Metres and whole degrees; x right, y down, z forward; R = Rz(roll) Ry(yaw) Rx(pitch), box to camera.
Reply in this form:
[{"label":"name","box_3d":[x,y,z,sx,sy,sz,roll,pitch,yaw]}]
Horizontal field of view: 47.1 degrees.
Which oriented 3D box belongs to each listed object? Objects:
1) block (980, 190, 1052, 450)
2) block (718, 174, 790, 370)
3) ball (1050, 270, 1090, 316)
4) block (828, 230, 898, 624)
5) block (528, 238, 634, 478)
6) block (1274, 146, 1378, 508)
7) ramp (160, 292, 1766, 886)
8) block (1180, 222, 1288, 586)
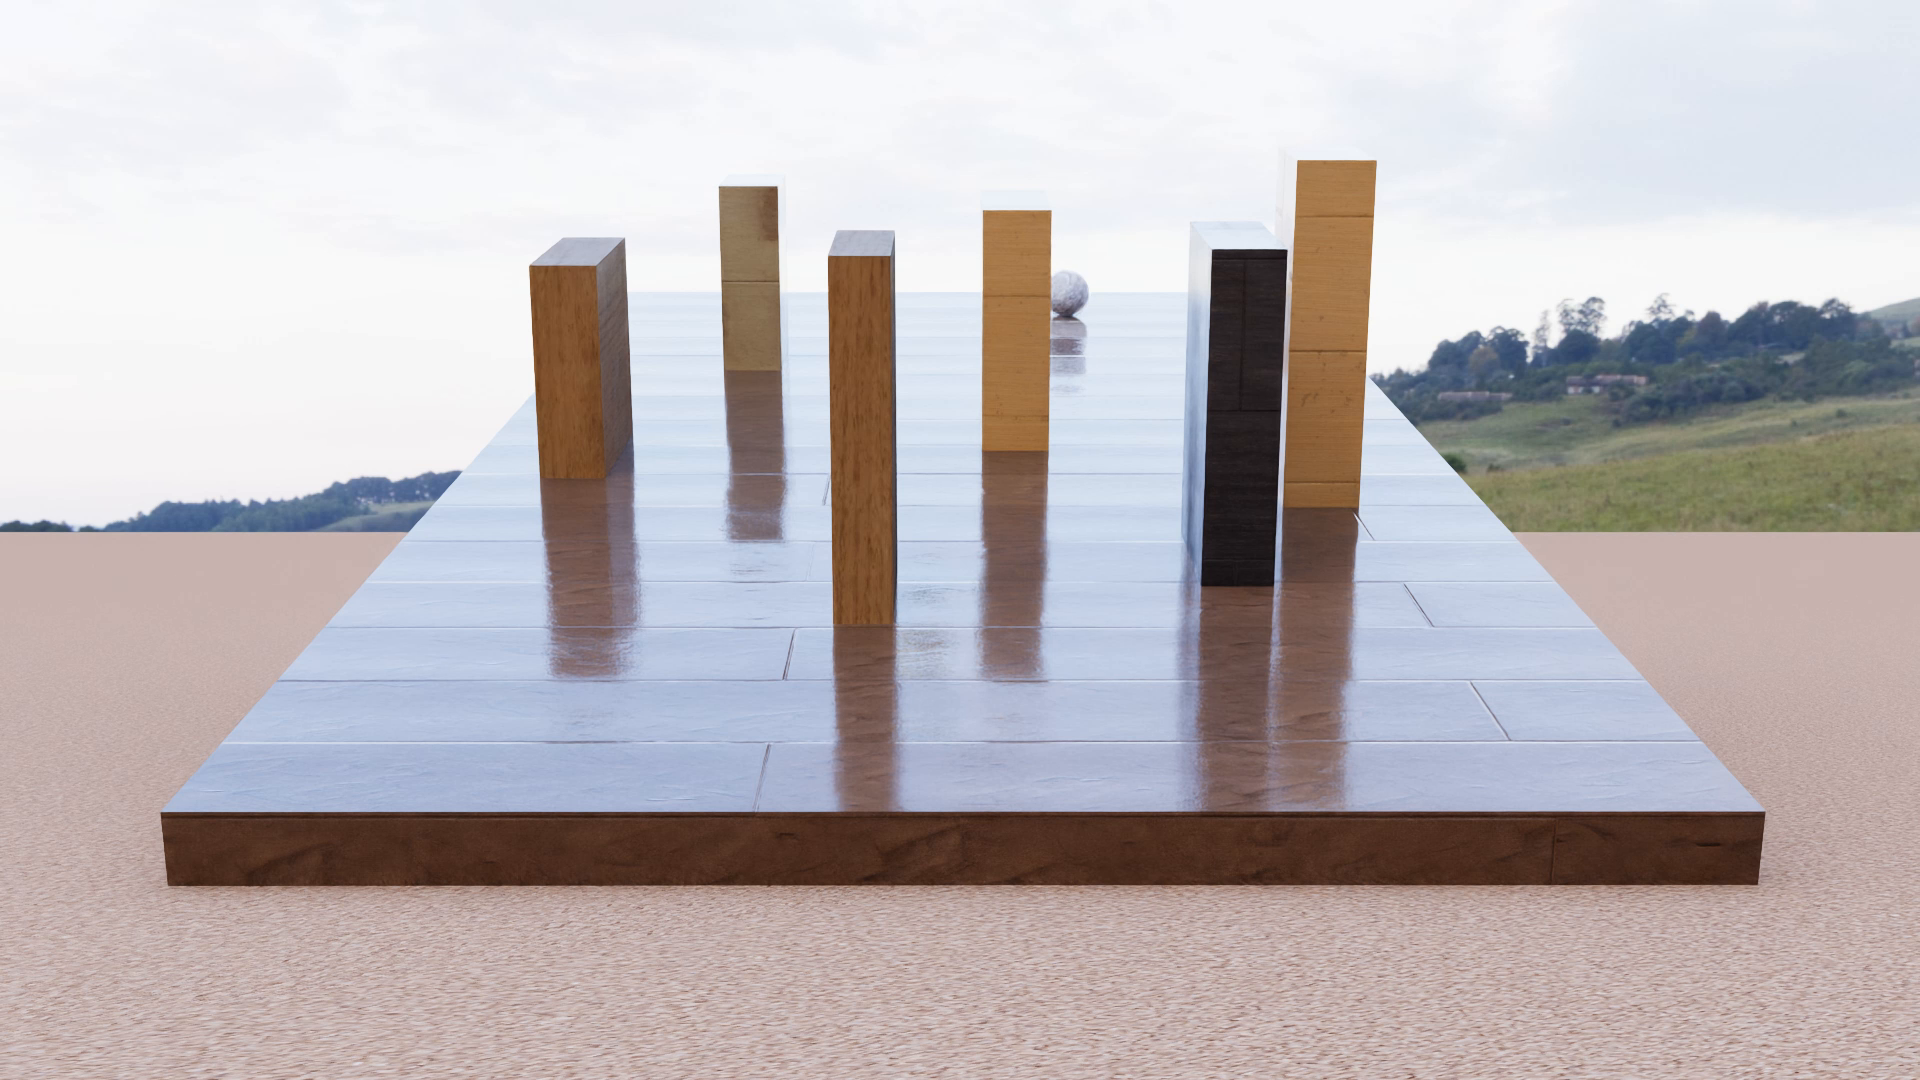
[{"label":"block","box_3d":[0.116,-0.477,4.716,0.141,0.503,0.354,0,16,0]},{"label":"block","box_3d":[-0.512,-0.671,5.500,0.144,0.453,0.254,0,16,0]},{"label":"ball","box_3d":[0.299,-0.695,6.185,0.129,0.129,0.129,0,0,0]},{"label":"block","box_3d":[-0.153,-0.187,3.536,0.095,0.582,0.288,0,16,0]},{"label":"block","box_3d":[-0.772,-0.382,4.518,0.131,0.425,0.396,0,16,0]},{"label":"block","box_3d":[0.683,-0.409,4.200,0.145,0.652,0.245,0,16,0]},{"label":"ramp","box_3d":[-0.002,-0.154,4.682,2.000,0.100,4.000,0,16,0]},{"label":"block","box_3d":[0.463,-0.240,3.760,0.122,0.564,0.338,0,16,0]}]
